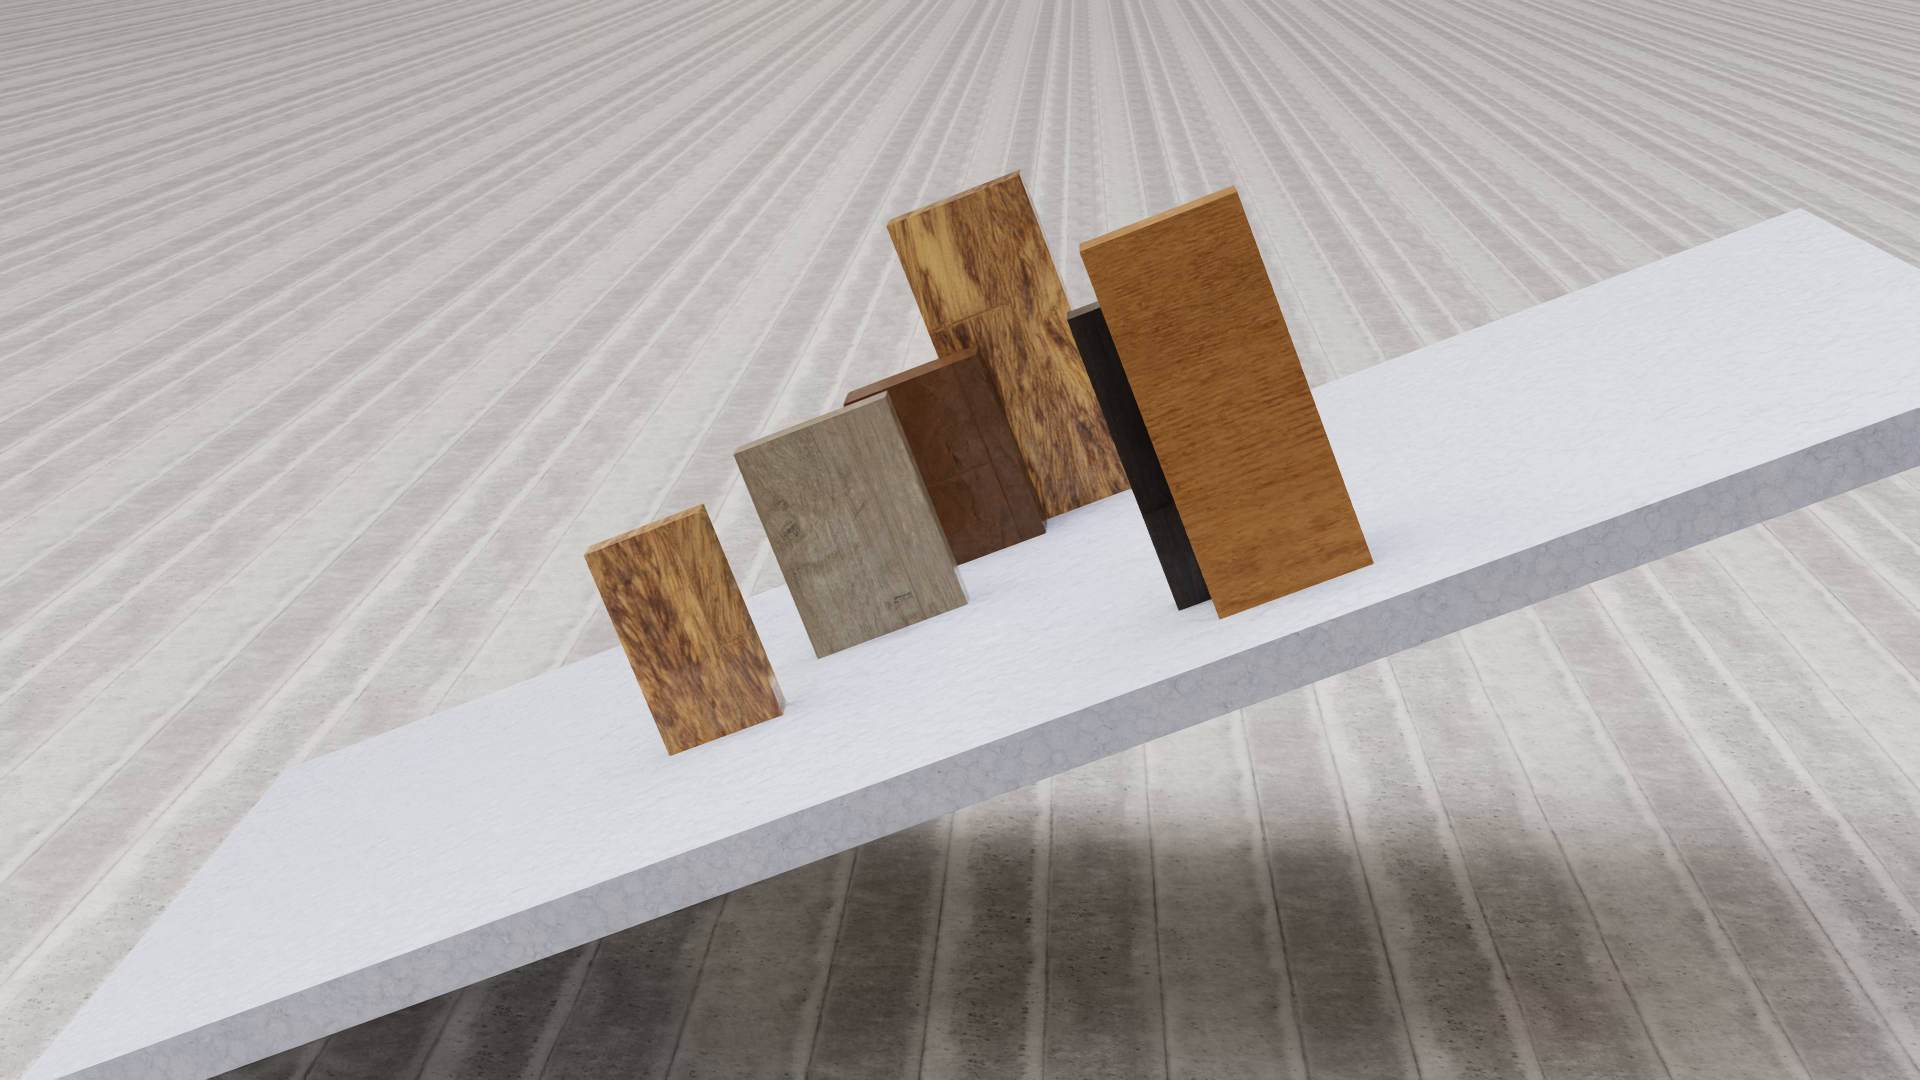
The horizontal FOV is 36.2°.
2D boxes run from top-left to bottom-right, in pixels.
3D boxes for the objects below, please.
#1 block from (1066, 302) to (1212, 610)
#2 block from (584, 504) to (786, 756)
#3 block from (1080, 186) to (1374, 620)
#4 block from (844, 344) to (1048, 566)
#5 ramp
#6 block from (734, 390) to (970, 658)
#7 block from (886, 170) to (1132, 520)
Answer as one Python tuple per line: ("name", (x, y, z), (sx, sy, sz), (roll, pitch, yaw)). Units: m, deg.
("block", (0.440, -0.196, 5.642), (0.271, 0.607, 0.090), (-20, 12, 7))
("block", (-0.566, 0.187, 6.088), (0.255, 0.459, 0.084), (-20, 12, 7))
("block", (0.496, -0.253, 5.465), (0.305, 0.741, 0.106), (-20, 12, 7))
("block", (-0.031, -0.180, 6.808), (0.326, 0.446, 0.148), (-20, 12, 7))
("ramp", (0.120, 0.175, 6.293), (4.000, 0.100, 2.000), (-20, 12, 7))
("block", (-0.234, -0.031, 6.399), (0.352, 0.489, 0.080), (-20, 12, 7))
("block", (0.127, -0.438, 6.869), (0.327, 0.775, 0.124), (-20, 12, 7))
